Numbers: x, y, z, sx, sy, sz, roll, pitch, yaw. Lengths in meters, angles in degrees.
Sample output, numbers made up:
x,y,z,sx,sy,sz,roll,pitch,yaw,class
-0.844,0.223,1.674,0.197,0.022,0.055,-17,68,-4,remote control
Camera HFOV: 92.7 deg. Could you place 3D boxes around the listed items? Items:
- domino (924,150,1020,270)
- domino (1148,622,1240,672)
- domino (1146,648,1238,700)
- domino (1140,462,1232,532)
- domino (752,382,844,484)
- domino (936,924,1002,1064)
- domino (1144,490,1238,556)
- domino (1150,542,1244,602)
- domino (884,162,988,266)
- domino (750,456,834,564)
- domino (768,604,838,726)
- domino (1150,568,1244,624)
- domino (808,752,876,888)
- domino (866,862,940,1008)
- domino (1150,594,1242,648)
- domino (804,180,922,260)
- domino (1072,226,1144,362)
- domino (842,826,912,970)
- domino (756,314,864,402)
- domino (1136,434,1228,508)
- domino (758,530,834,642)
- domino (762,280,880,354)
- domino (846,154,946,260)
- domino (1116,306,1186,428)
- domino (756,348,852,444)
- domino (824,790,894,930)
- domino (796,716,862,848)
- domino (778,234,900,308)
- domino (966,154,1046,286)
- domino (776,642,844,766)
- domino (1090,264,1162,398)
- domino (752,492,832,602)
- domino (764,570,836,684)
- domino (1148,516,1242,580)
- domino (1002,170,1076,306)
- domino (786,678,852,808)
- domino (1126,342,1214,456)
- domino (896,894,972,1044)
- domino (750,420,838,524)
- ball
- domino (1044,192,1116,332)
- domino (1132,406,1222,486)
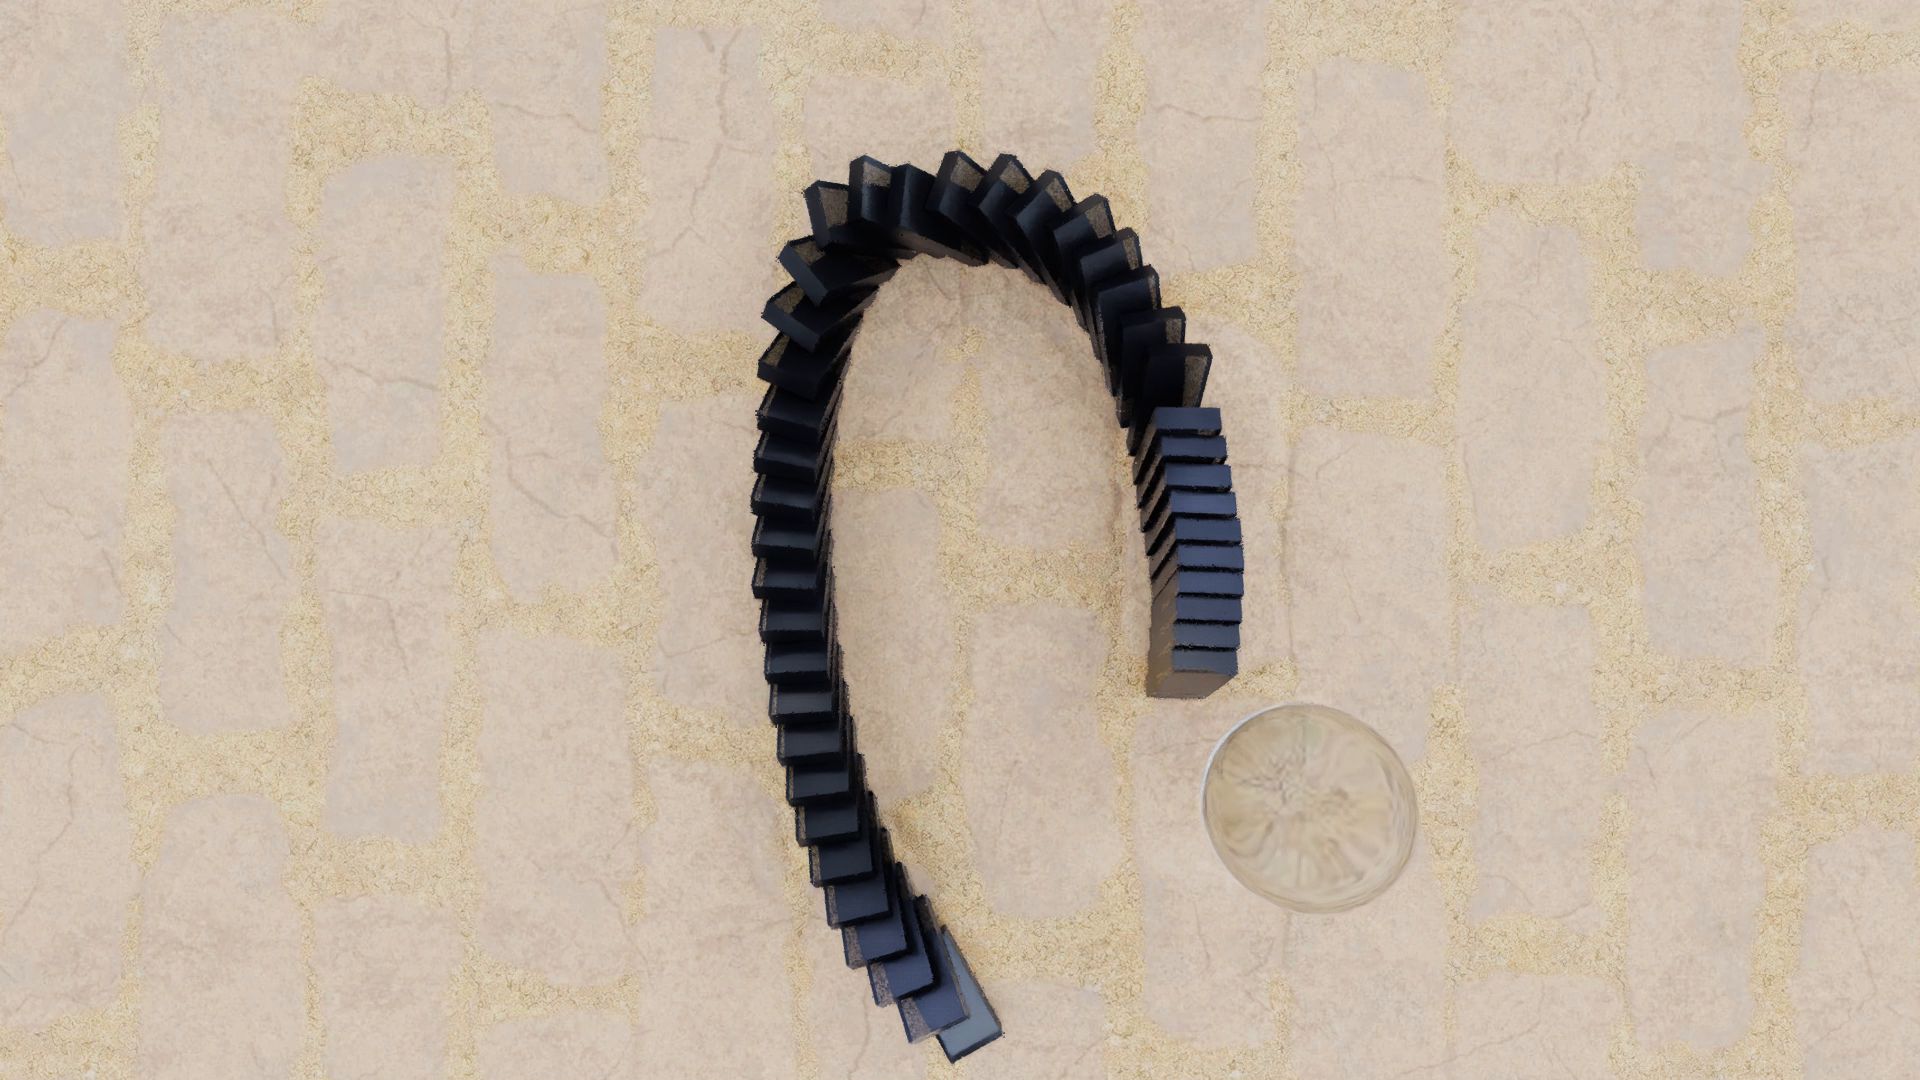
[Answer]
x,y,z,sx,sy,sz,roll,pitch,yaw,class
0.010,-0.136,0.379,0.050,0.010,0.025,21,90,-43,domino
0.095,0.045,0.375,0.025,0.050,0.010,2,69,0,domino
0.094,0.055,0.375,0.025,0.050,0.010,2,69,0,domino
0.091,-0.016,0.375,0.025,0.050,0.010,2,69,0,domino
-0.066,-0.047,0.381,0.025,0.009,0.050,11,53,0,domino
-0.005,0.196,0.395,0.025,0.009,0.050,-29,90,0,domino
0.093,-0.006,0.375,0.025,0.050,0.010,2,69,0,domino
0.096,0.015,0.375,0.025,0.050,0.010,2,69,0,domino
-0.008,-0.133,0.379,0.050,0.009,0.025,7,90,-44,domino
-0.069,-0.015,0.381,0.025,0.010,0.050,5,53,0,domino
-0.065,0.051,0.381,0.025,0.010,0.050,-3,54,0,domino
0.096,0.025,0.375,0.025,0.050,0.009,2,69,0,domino
-0.050,0.116,0.382,0.025,0.009,0.050,-11,55,0,domino
-0.028,0.164,0.382,0.025,0.009,0.050,-22,55,0,domino
0.095,0.035,0.375,0.025,0.050,0.010,2,69,0,domino
-0.039,-0.131,0.379,0.050,0.010,0.025,-12,89,-44,domino
0.064,-0.100,0.380,0.025,0.010,0.050,-22,131,-1,domino
-0.038,0.148,0.382,0.025,0.010,0.050,-16,55,1,domino
-0.061,-0.081,0.380,0.025,0.010,0.050,23,50,0,domino
0.090,-0.027,0.375,0.025,0.050,0.009,2,68,0,domino
-0.068,0.019,0.381,0.025,0.010,0.050,-1,53,0,domino
-0.057,-0.099,0.379,0.025,0.010,0.050,35,45,0,domino
-0.023,-0.137,0.379,0.050,0.009,0.025,6,85,-44,domino
0.078,-0.071,0.379,0.025,0.009,0.050,-9,135,0,domino
-0.064,-0.064,0.381,0.025,0.010,0.050,14,53,0,domino
-0.044,0.133,0.382,0.025,0.009,0.050,-14,55,0,domino
-0.055,0.100,0.381,0.025,0.009,0.050,-8,54,0,domino
-0.049,-0.115,0.378,0.025,0.050,0.010,51,132,0,domino
0.026,-0.132,0.379,0.050,0.010,0.025,36,89,-43,domino
-0.062,0.068,0.381,0.025,0.010,0.050,-6,54,0,domino
0.071,-0.086,0.380,0.025,0.009,0.050,-18,131,0,domino
-0.069,0.002,0.381,0.025,0.009,0.050,4,53,0,domino
-0.066,0.035,0.381,0.025,0.010,0.050,-3,54,0,domino
0.095,0.004,0.375,0.025,0.050,0.009,2,69,0,domino
0.041,-0.124,0.380,0.025,0.010,0.050,-44,132,0,domino
-0.059,0.084,0.381,0.025,0.010,0.050,-7,54,0,domino
0.086,-0.057,0.379,0.025,0.009,0.050,0,134,-2,domino
-0.017,0.178,0.382,0.025,0.009,0.050,-26,55,1,domino
-0.068,-0.031,0.381,0.025,0.009,0.050,9,53,0,domino
0.136,0.104,0.360,0.080,0.080,0.080,0,90,0,ball
0.055,-0.114,0.380,0.025,0.010,0.050,-31,131,-1,domino
0.088,-0.037,0.375,0.025,0.050,0.010,1,68,0,domino
